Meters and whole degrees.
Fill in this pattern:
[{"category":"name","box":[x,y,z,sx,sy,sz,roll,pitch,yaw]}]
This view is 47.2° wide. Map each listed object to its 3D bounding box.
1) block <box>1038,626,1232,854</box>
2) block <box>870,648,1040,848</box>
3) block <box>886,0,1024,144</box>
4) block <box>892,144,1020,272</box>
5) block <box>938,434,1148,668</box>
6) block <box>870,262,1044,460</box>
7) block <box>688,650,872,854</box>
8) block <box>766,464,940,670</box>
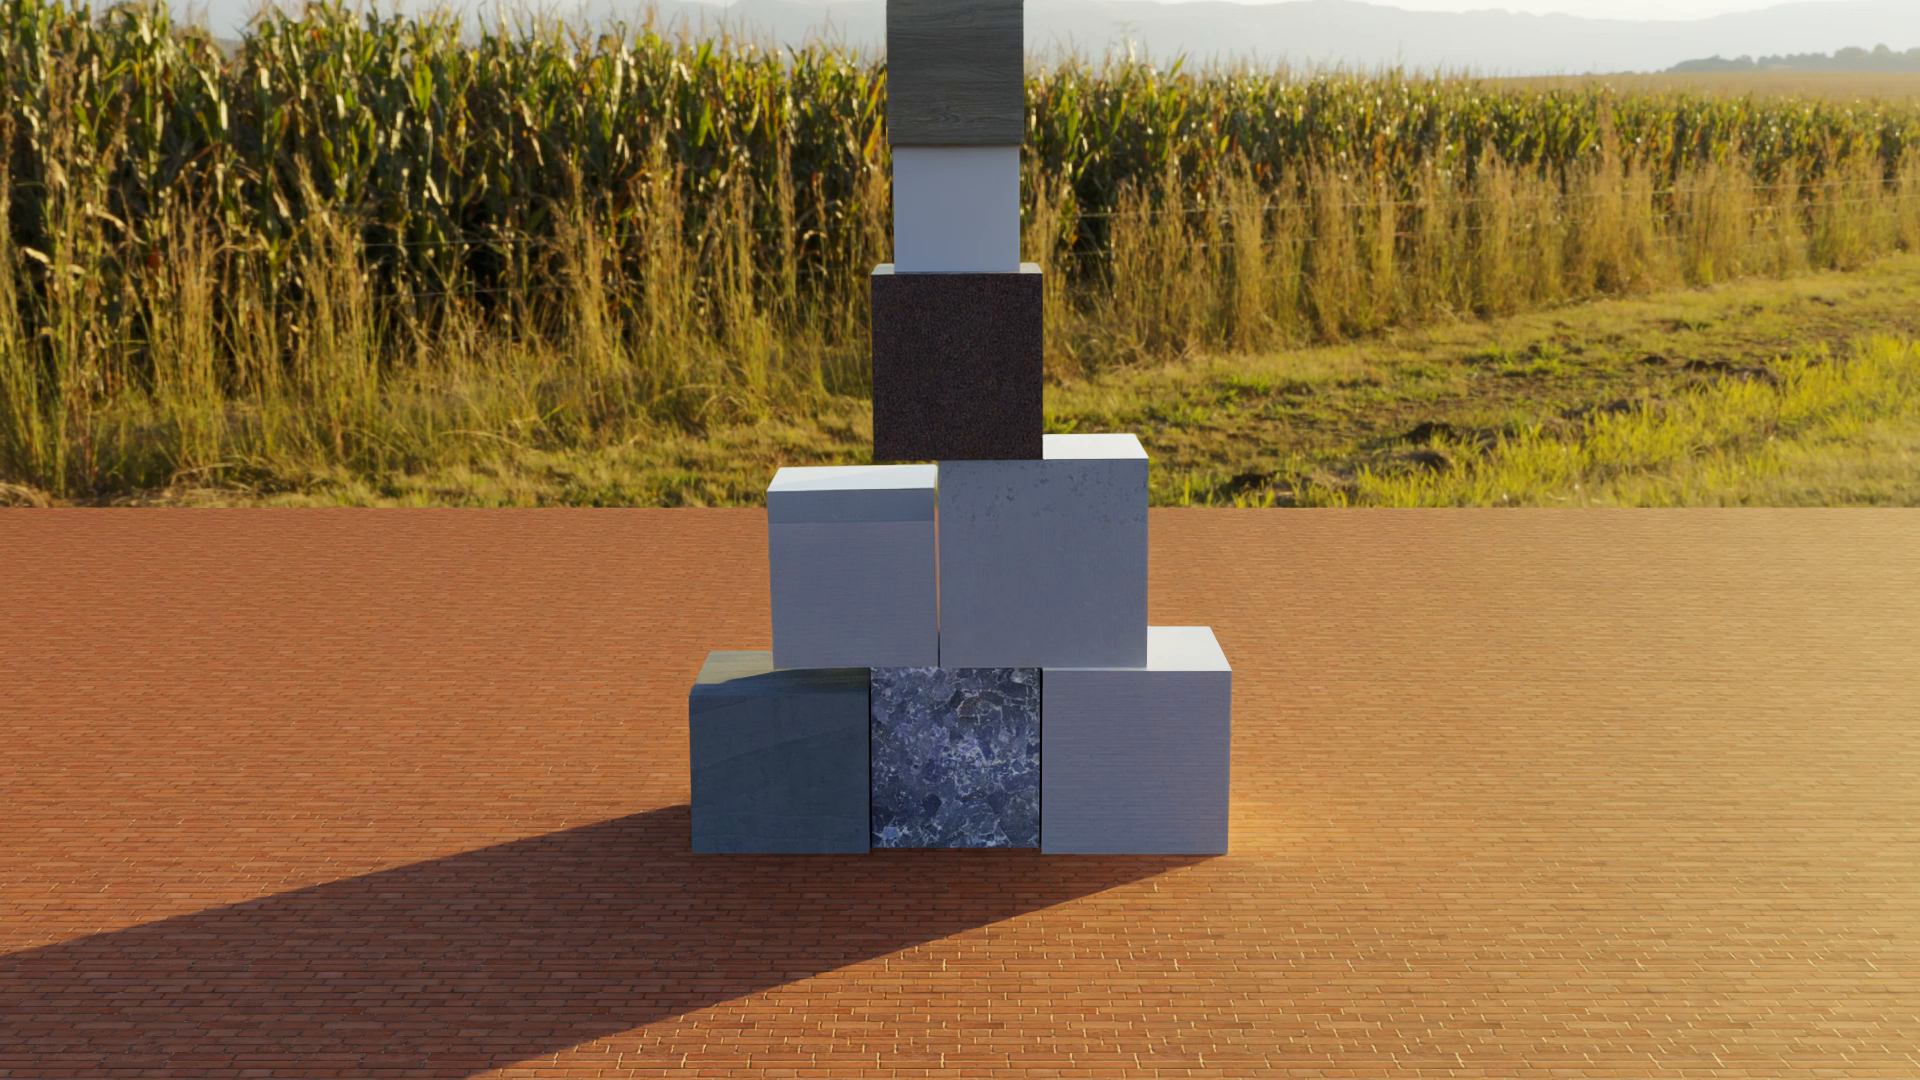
[{"category":"block","box":[0.871,1.014,11.365,0.929,0.938,0.998,0,10,0]},{"category":"block","box":[-0.023,1.014,11.383,0.838,0.932,0.830,0,10,0]},{"category":"block","box":[-0.022,-2.324,10.742,0.650,0.765,0.664,0,10,0]},{"category":"block","box":[-0.017,-1.653,10.891,0.609,0.610,0.556,0,10,0]},{"category":"block","box":[0.409,0.038,11.201,1.022,1.040,0.893,0,10,0]},{"category":"block","box":[-0.011,-0.909,11.011,0.821,0.898,0.913,0,10,0]},{"category":"block","box":[-0.894,1.078,11.370,0.884,0.811,0.967,0,10,0]},{"category":"block","box":[-0.526,0.123,11.190,0.816,0.893,0.782,-1,10,0]}]
